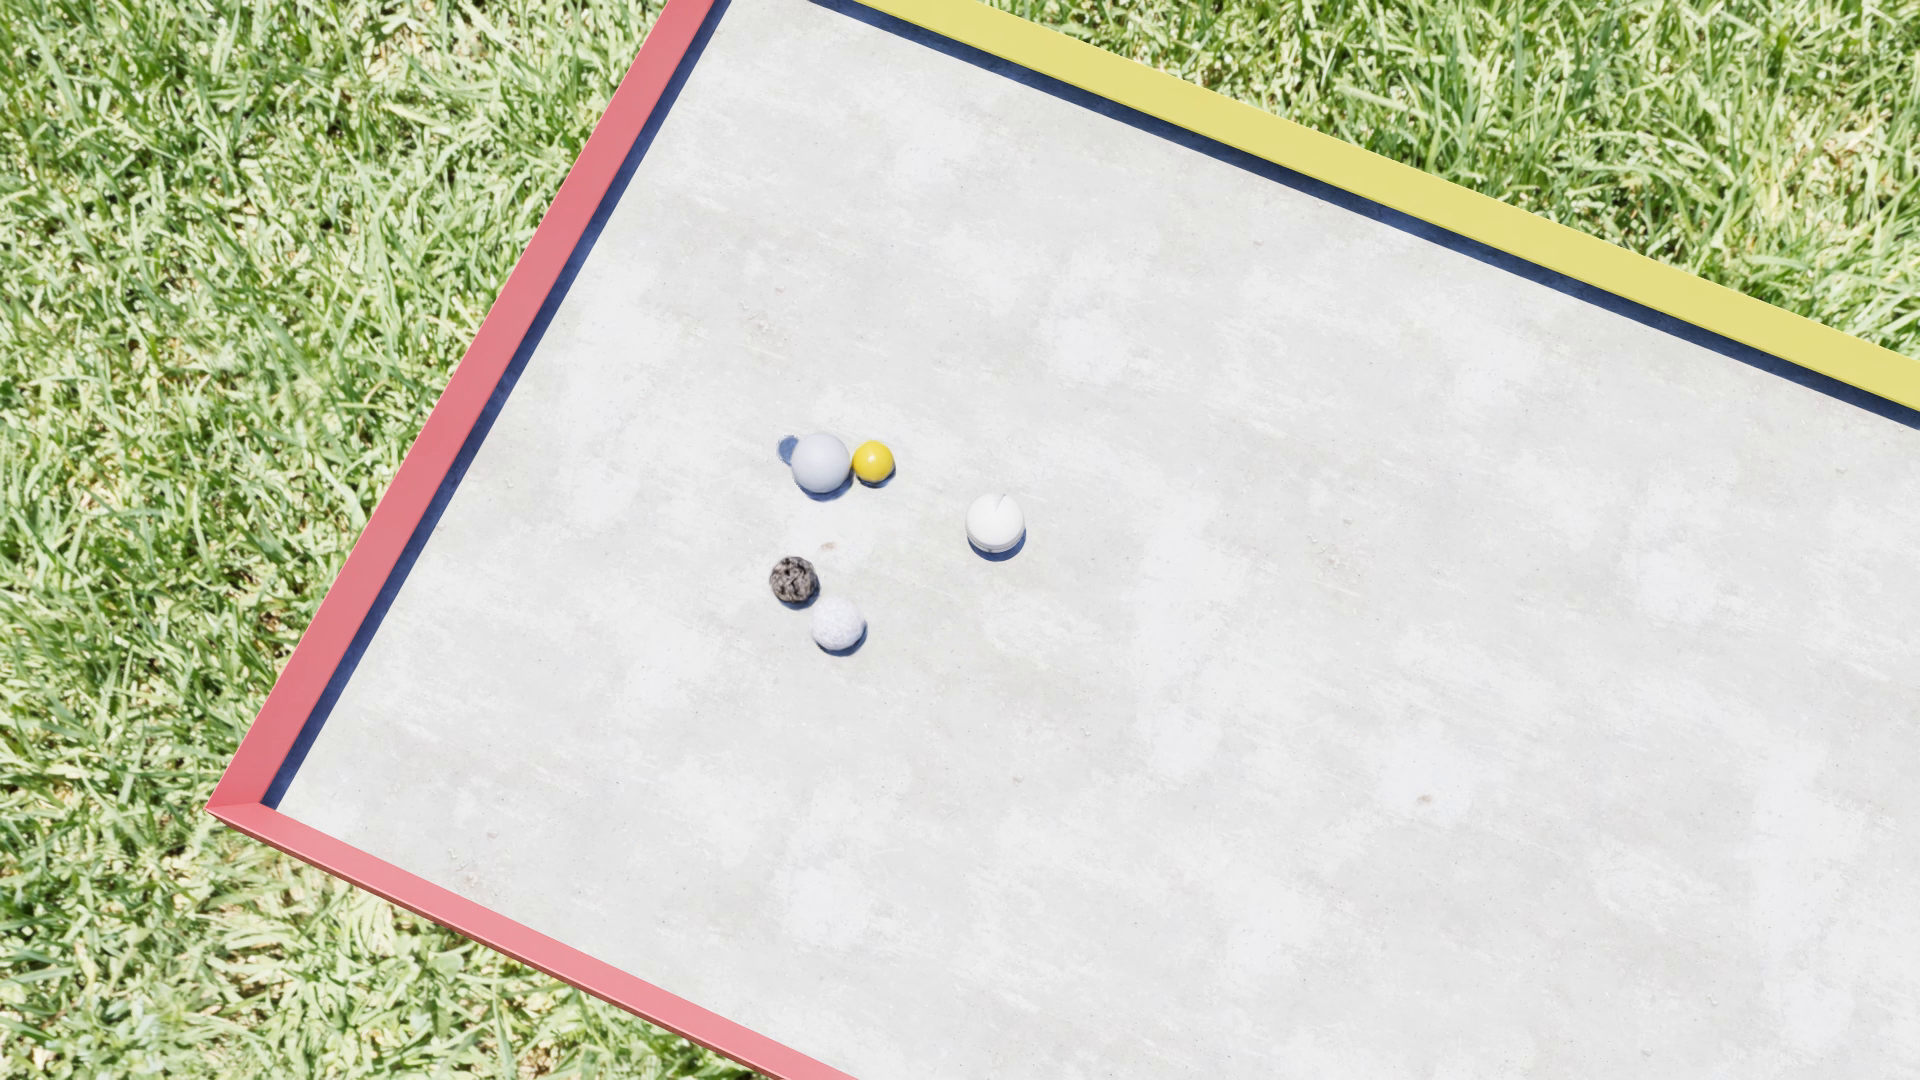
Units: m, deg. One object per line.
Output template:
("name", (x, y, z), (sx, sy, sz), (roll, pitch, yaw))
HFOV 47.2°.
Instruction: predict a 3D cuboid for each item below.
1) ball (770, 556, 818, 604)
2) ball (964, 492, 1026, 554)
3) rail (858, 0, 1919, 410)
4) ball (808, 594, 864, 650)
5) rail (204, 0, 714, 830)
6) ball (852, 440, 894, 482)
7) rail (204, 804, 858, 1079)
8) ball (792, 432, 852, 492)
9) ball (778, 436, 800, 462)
("ball", (-0.258, 0.062, 3.416), (0.074, 0.074, 0.074), (0, 70, 0))
("ball", (0.055, -0.027, 3.437), (0.095, 0.095, 0.095), (0, 70, 0))
("rail", (1.094, -0.409, 3.560), (3.298, 0.123, 0.045), (23, 72, 8))
("ball", (-0.190, 0.126, 3.386), (0.086, 0.086, 0.086), (0, 70, 0))
("rail", (-0.731, -0.315, 3.526), (0.045, 0.123, 1.718), (23, 72, 8))
("ball", (-0.138, -0.124, 3.488), (0.067, 0.067, 0.067), (0, 70, 0))
("rail", (0.412, 1.025, 3.039), (3.298, 0.123, 0.045), (23, 72, 8))
("ball", (-0.219, -0.122, 3.472), (0.095, 0.095, 0.095), (0, 70, 0))
("ball", (-0.271, -0.145, 3.509), (0.040, 0.040, 0.040), (0, 70, 0))
